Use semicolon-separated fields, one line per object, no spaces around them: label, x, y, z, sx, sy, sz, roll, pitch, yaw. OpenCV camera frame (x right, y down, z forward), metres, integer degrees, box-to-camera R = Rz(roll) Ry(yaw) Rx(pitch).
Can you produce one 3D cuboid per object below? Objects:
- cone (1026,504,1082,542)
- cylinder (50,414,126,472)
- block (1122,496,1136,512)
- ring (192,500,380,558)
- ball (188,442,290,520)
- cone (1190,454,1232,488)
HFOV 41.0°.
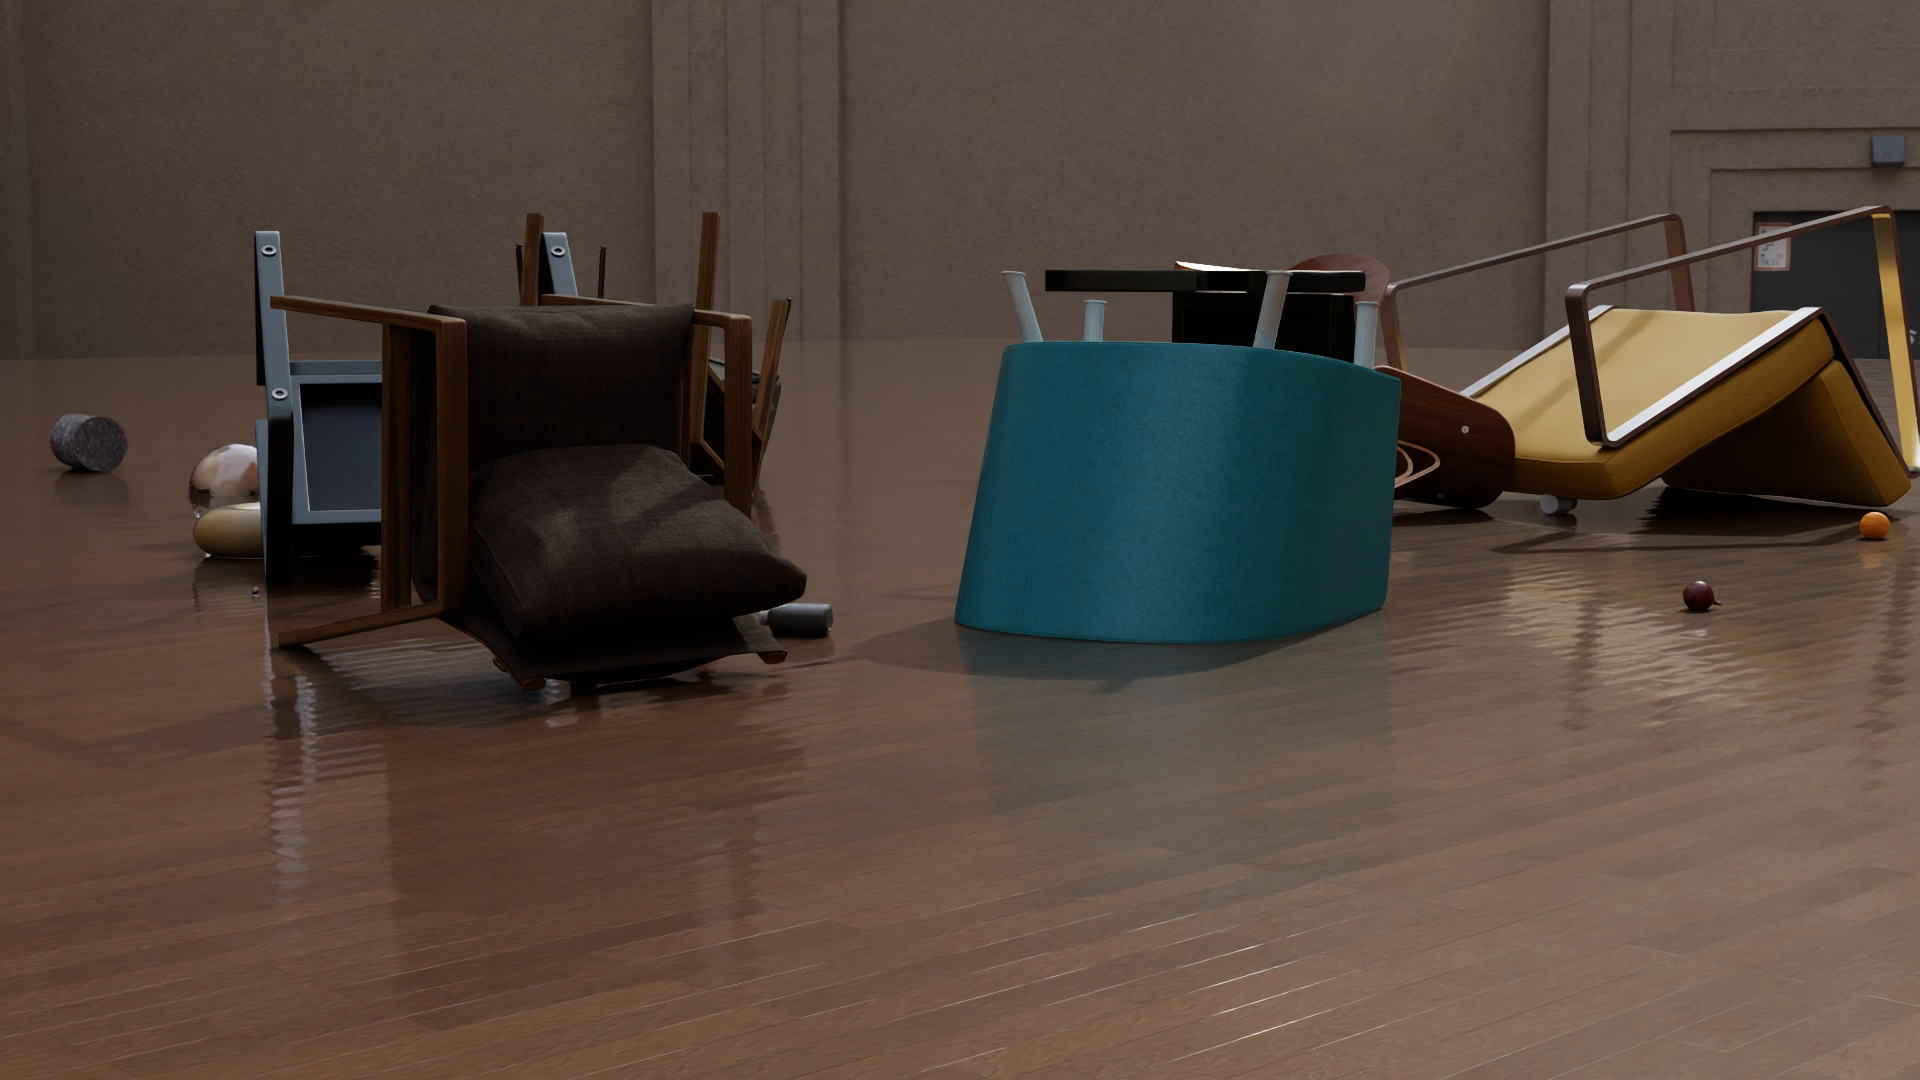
cone;0.237;-0.048;6.455;0.104;0.087;0.177;6;8;44
cylinder;-2.971;-0.334;8.745;0.179;0.187;0.267;-26;19;-31
block;0.474;-0.102;7.209;0.033;0.040;0.035;2;6;16
ring;-1.608;-0.028;6.139;0.451;0.115;0.361;-6;7;-39
ball;-1.801;-0.122;6.410;0.243;0.243;0.243;0;6;0
cone;0.809;-0.189;7.981;0.111;0.124;0.187;38;20;28
